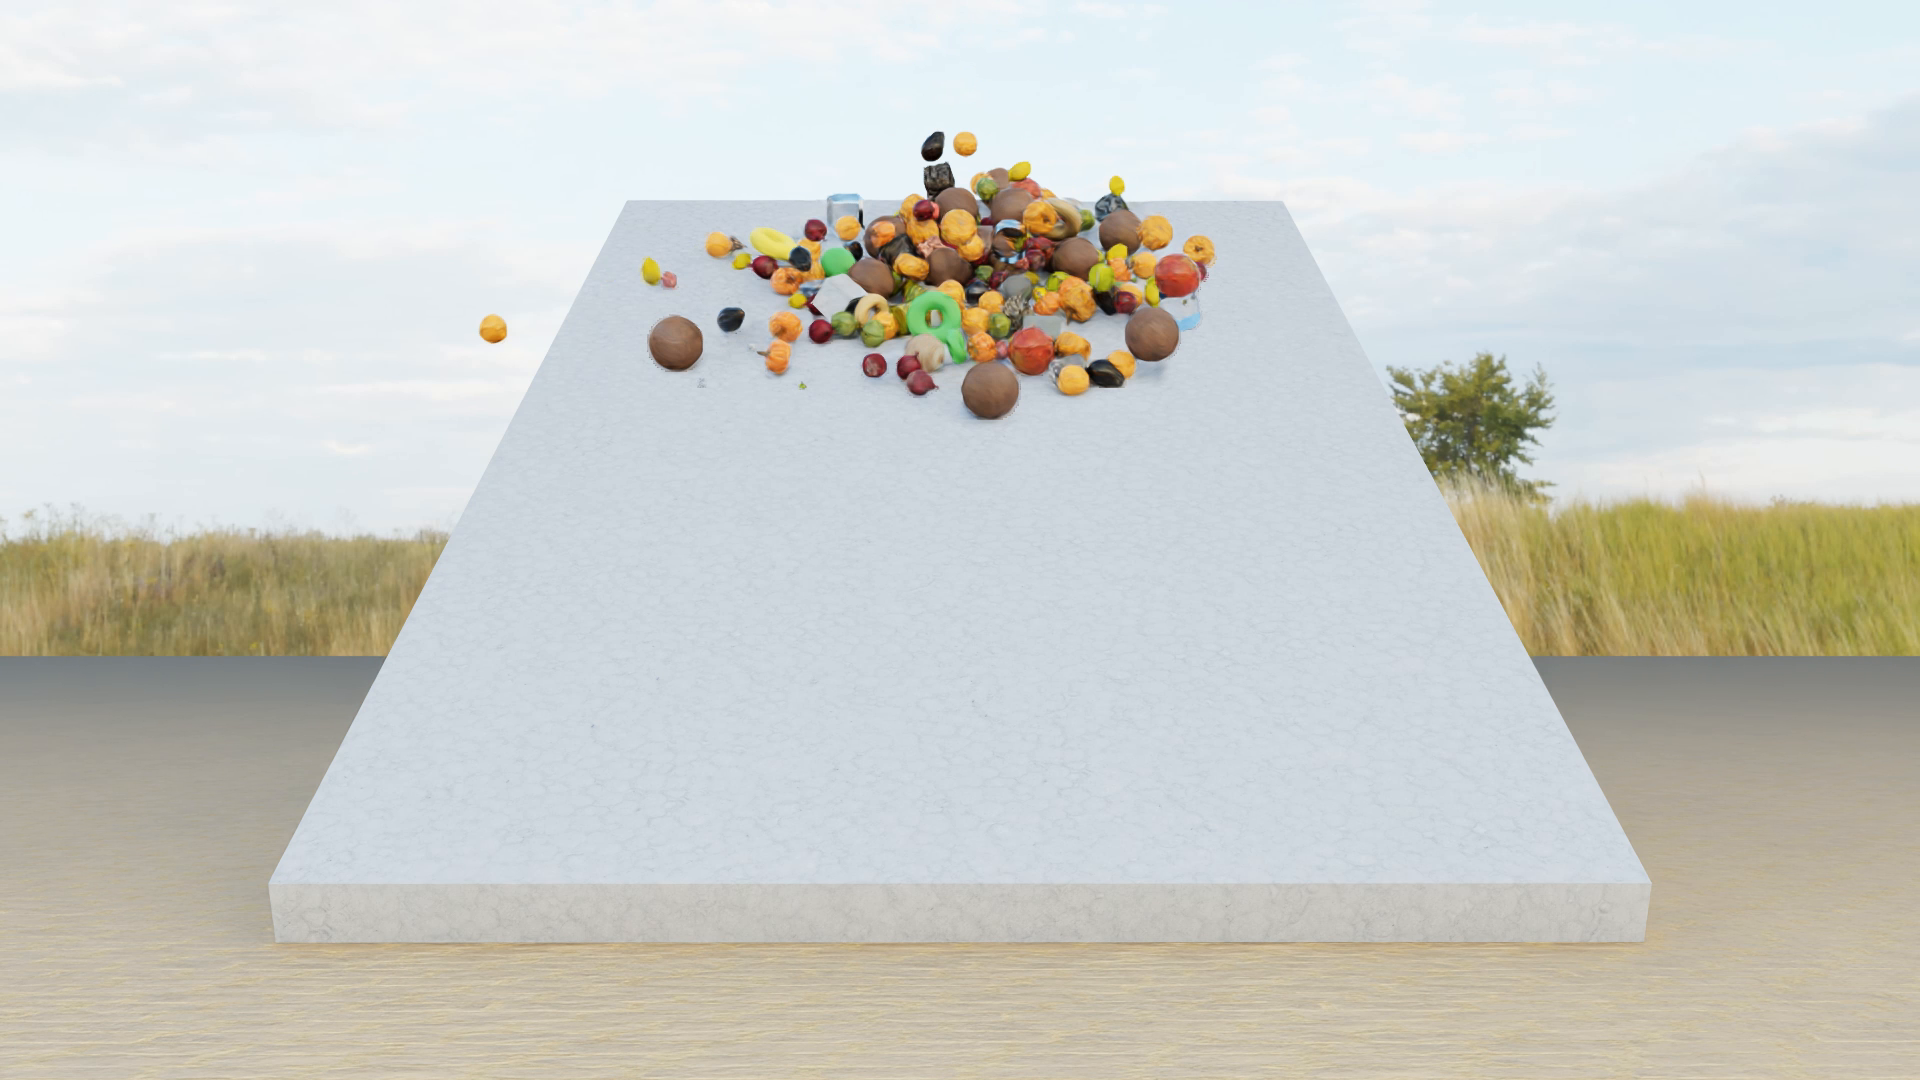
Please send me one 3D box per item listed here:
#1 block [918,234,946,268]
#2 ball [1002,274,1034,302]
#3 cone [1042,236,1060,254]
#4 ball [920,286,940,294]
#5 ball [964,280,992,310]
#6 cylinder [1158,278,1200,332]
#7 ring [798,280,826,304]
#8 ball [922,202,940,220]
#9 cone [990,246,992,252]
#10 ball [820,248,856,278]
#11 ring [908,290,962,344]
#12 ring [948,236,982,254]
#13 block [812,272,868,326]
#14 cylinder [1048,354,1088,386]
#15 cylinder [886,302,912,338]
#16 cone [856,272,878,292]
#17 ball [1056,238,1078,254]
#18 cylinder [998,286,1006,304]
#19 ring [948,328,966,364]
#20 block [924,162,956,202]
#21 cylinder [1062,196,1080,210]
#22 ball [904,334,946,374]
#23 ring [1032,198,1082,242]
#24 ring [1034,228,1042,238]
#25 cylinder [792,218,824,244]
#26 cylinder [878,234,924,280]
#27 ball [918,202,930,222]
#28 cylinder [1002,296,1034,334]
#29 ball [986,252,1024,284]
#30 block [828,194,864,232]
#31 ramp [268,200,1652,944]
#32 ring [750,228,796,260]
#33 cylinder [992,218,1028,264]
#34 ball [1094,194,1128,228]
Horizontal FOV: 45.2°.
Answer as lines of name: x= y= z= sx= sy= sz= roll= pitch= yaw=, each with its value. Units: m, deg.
block: x=-0.075 y=-0.775 z=6.172 sx=0.057 sy=0.057 sz=0.057 roll=-30 pitch=-7 yaw=-7
ball: x=0.146 y=-0.636 z=5.864 sx=0.081 sy=0.081 sz=0.081 roll=0 pitch=-3 yaw=0
cone: x=0.246 y=-0.823 z=6.371 sx=0.084 sy=0.084 sz=0.084 roll=2 pitch=-45 yaw=-31
ball: x=-0.078 y=-0.635 z=5.988 sx=0.053 sy=0.053 sz=0.053 roll=0 pitch=-3 yaw=0
ball: x=0.046 y=-0.635 z=5.962 sx=0.075 sy=0.075 sz=0.075 roll=0 pitch=-3 yaw=0
cylinder: x=0.553 y=-0.591 z=5.795 sx=0.094 sy=0.094 sz=0.094 roll=-1 pitch=-46 yaw=16
ring: x=-0.359 y=-0.647 z=6.029 sx=0.134 sy=0.045 sz=0.134 roll=1 pitch=22 yaw=0
ball: x=-0.081 y=-0.900 z=6.314 sx=0.051 sy=0.051 sz=0.051 roll=0 pitch=-3 yaw=0
cone: x=0.118 y=-0.820 z=6.327 sx=0.062 sy=0.062 sz=0.062 roll=0 pitch=-39 yaw=-8
ball: x=-0.328 y=-0.737 z=6.178 sx=0.096 sy=0.096 sz=0.096 roll=0 pitch=-3 yaw=0
ring: x=-0.064 y=-0.545 z=5.670 sx=0.136 sy=0.136 sz=0.045 roll=0 pitch=6 yaw=8
ring: x=0.015 y=-0.826 z=6.453 sx=0.100 sy=0.033 sz=0.100 roll=13 pitch=12 yaw=-3
block: x=-0.302 y=-0.605 z=5.786 sx=0.085 sy=0.085 sz=0.085 roll=43 pitch=30 yaw=12
cylinder: x=0.254 y=-0.398 z=5.402 sx=0.066 sy=0.066 sz=0.066 roll=-18 pitch=8 yaw=-35
cylinder: x=-0.127 y=-0.554 z=5.759 sx=0.080 sy=0.080 sz=0.080 roll=-19 pitch=10 yaw=-38
cone: x=-0.237 y=-0.677 z=6.129 sx=0.054 sy=0.054 sz=0.054 roll=41 pitch=12 yaw=19
ball: x=0.302 y=-0.821 z=6.485 sx=0.058 sy=0.058 sz=0.058 roll=0 pitch=-3 yaw=0
cylinder: x=0.131 y=-0.643 z=5.994 sx=0.052 sy=0.052 sz=0.052 roll=-16 pitch=1 yaw=-12
ring: x=-0.008 y=-0.464 z=5.522 sx=0.029 sy=0.087 sz=0.087 roll=-13 pitch=-6 yaw=13
block: x=-0.058 y=-1.010 z=6.515 sx=0.074 sy=0.074 sz=0.074 roll=-11 pitch=-47 yaw=10
cylinder: x=0.320 y=-0.972 z=6.772 sx=0.056 sy=0.056 sz=0.056 roll=16 pitch=-9 yaw=3
ball: x=-0.084 y=-0.441 z=5.462 sx=0.097 sy=0.097 sz=0.097 roll=0 pitch=-3 yaw=0
ring: x=0.258 y=-0.850 z=6.117 sx=0.135 sy=0.045 sz=0.135 roll=12 pitch=-41 yaw=11
ring: x=0.273 y=-0.888 z=6.614 sx=0.120 sy=0.040 sz=0.120 roll=5 pitch=25 yaw=-3
cylinder: x=-0.429 y=-0.869 z=6.485 sx=0.066 sy=0.066 sz=0.066 roll=2 pitch=-1 yaw=-32
cylinder: x=-0.158 y=-0.761 z=6.196 sx=0.091 sy=0.091 sz=0.091 roll=-31 pitch=-3 yaw=-2
ball: x=-0.096 y=-0.969 z=6.788 sx=0.058 sy=0.058 sz=0.058 roll=0 pitch=-3 yaw=0
cylinder: x=0.148 y=-0.565 z=5.768 sx=0.068 sy=0.068 sz=0.068 roll=-2 pitch=-38 yaw=30
ball: x=0.122 y=-0.736 z=6.174 sx=0.100 sy=0.100 sz=0.100 roll=0 pitch=-3 yaw=0
block: x=-0.334 y=-0.954 z=6.711 sx=0.089 sy=0.089 sz=0.089 roll=-6 pitch=23 yaw=-14
ramp: x=-0.007 y=-0.223 z=5.197 sx=2.000 sy=0.100 sz=4.000 roll=0 pitch=23 yaw=0
ring: x=-0.507 y=-0.804 z=6.258 sx=0.137 sy=0.046 sz=0.137 roll=22 pitch=24 yaw=-10
cylinder: x=0.126 y=-0.763 z=5.878 sx=0.093 sy=0.093 sz=0.093 roll=0 pitch=21 yaw=0
ball: x=0.428 y=-0.931 z=6.521 sx=0.097 sy=0.097 sz=0.097 roll=0 pitch=-3 yaw=0
